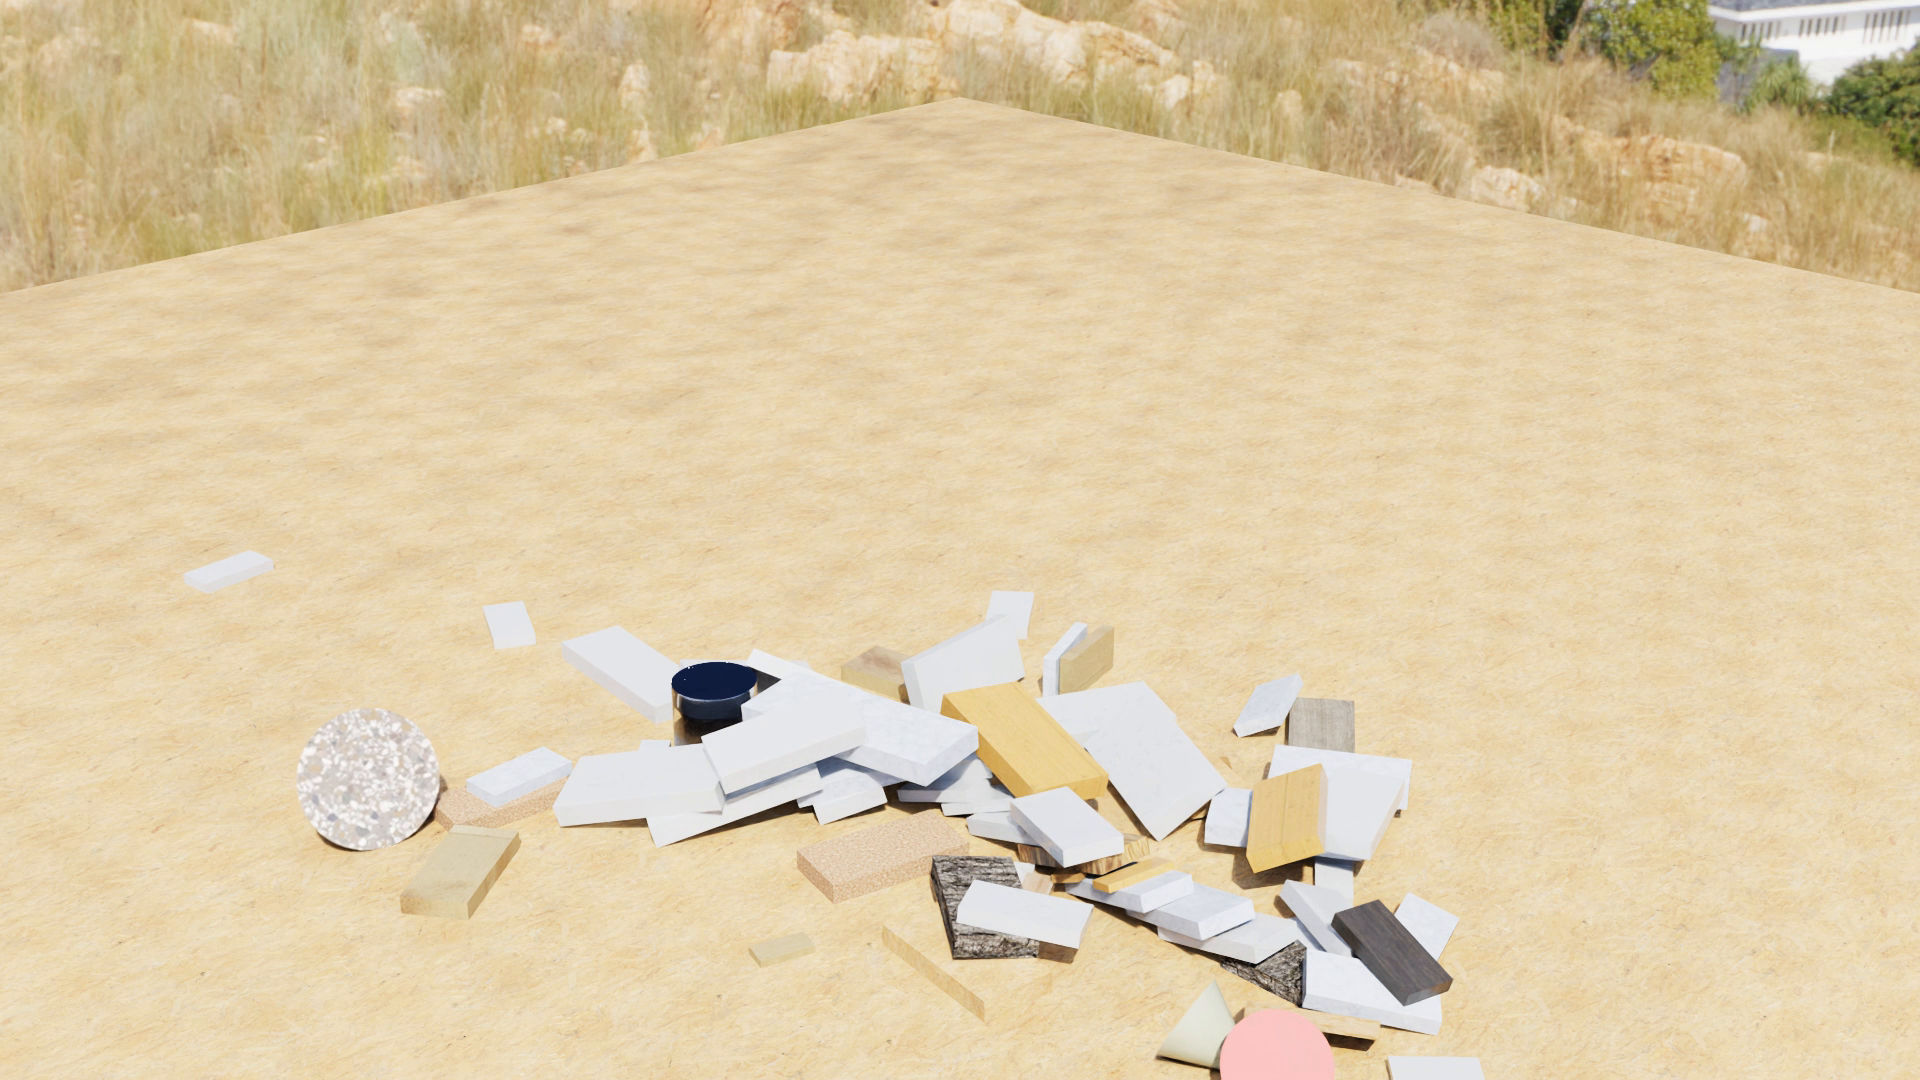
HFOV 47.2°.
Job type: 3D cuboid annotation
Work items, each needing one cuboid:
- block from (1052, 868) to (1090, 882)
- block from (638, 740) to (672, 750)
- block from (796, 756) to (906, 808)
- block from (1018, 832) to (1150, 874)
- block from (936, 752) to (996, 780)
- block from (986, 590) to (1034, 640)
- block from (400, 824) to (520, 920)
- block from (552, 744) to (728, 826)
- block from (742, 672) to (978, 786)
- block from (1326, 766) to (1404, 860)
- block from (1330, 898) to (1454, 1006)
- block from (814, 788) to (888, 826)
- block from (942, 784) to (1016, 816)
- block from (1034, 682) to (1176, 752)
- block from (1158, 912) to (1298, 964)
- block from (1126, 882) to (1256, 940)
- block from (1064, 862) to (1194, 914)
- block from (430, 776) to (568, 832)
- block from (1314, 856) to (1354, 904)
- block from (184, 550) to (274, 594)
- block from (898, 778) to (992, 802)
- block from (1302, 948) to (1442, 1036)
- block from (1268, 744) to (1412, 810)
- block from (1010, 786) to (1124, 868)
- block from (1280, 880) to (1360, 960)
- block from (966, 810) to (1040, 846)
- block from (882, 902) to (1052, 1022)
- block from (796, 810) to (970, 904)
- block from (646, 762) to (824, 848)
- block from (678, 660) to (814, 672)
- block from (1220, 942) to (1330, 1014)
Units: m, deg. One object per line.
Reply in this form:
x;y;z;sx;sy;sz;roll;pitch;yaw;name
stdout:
0.226;0.623;4.175;0.058;0.016;0.115;-7;9;31;block
-0.651;0.464;4.644;0.063;0.018;0.146;0;23;1;block
-0.193;0.453;4.457;0.284;0.040;0.142;-15;26;4;block
0.235;0.591;4.204;0.123;0.035;0.246;-17;9;-35;block
-0.025;0.447;4.555;0.284;0.040;0.142;-5;17;32;block
0.120;0.179;5.300;0.103;0.029;0.206;3;23;6;block
-0.956;0.635;4.216;0.133;0.038;0.266;4;23;9;block
-0.624;0.487;4.413;0.348;0.049;0.174;-8;27;16;block
-0.206;0.377;4.448;0.474;0.049;0.174;14;30;34;block
0.763;0.527;4.260;0.133;0.038;0.266;10;25;22;block
0.755;0.721;3.848;0.104;0.029;0.207;-11;40;-30;block
-0.247;0.476;4.535;0.142;0.040;0.284;-19;26;-4;block
0.059;0.520;4.421;0.175;0.025;0.087;-10;11;35;block
0.269;0.393;4.770;0.357;0.051;0.179;-8;24;-18;block
0.483;0.706;3.982;0.117;0.033;0.234;-20;16;-39;block
0.417;0.671;4.018;0.121;0.034;0.241;-17;10;-27;block
0.313;0.642;4.108;0.121;0.034;0.241;-16;10;-31;block
-0.929;0.527;4.471;0.266;0.038;0.133;-17;28;-34;block
0.714;0.652;4.199;0.071;0.020;0.142;3;23;8;block
-1.841;0.079;5.539;0.097;0.027;0.194;18;29;36;block
-0.032;0.505;4.473;0.175;0.025;0.087;-4;14;37;block
0.712;0.782;3.809;0.234;0.033;0.117;12;31;3;block
0.774;0.481;4.475;0.278;0.039;0.139;6;24;13;block
0.200;0.540;4.160;0.123;0.035;0.246;-11;20;-20;block
0.689;0.703;4.000;0.121;0.034;0.241;16;16;-24;block
0.140;0.554;4.318;0.123;0.035;0.246;-19;12;-38;block
0.011;0.748;3.942;0.152;0.043;0.303;-16;28;-34;block
-0.148;0.612;4.264;0.300;0.042;0.150;-13;26;-28;block
-0.462;0.497;4.419;0.348;0.049;0.174;-19;26;-7;block
-0.464;0.317;4.891;0.296;0.042;0.148;2;21;-23;block
0.592;0.768;3.908;0.234;0.033;0.117;21;31;40;block
